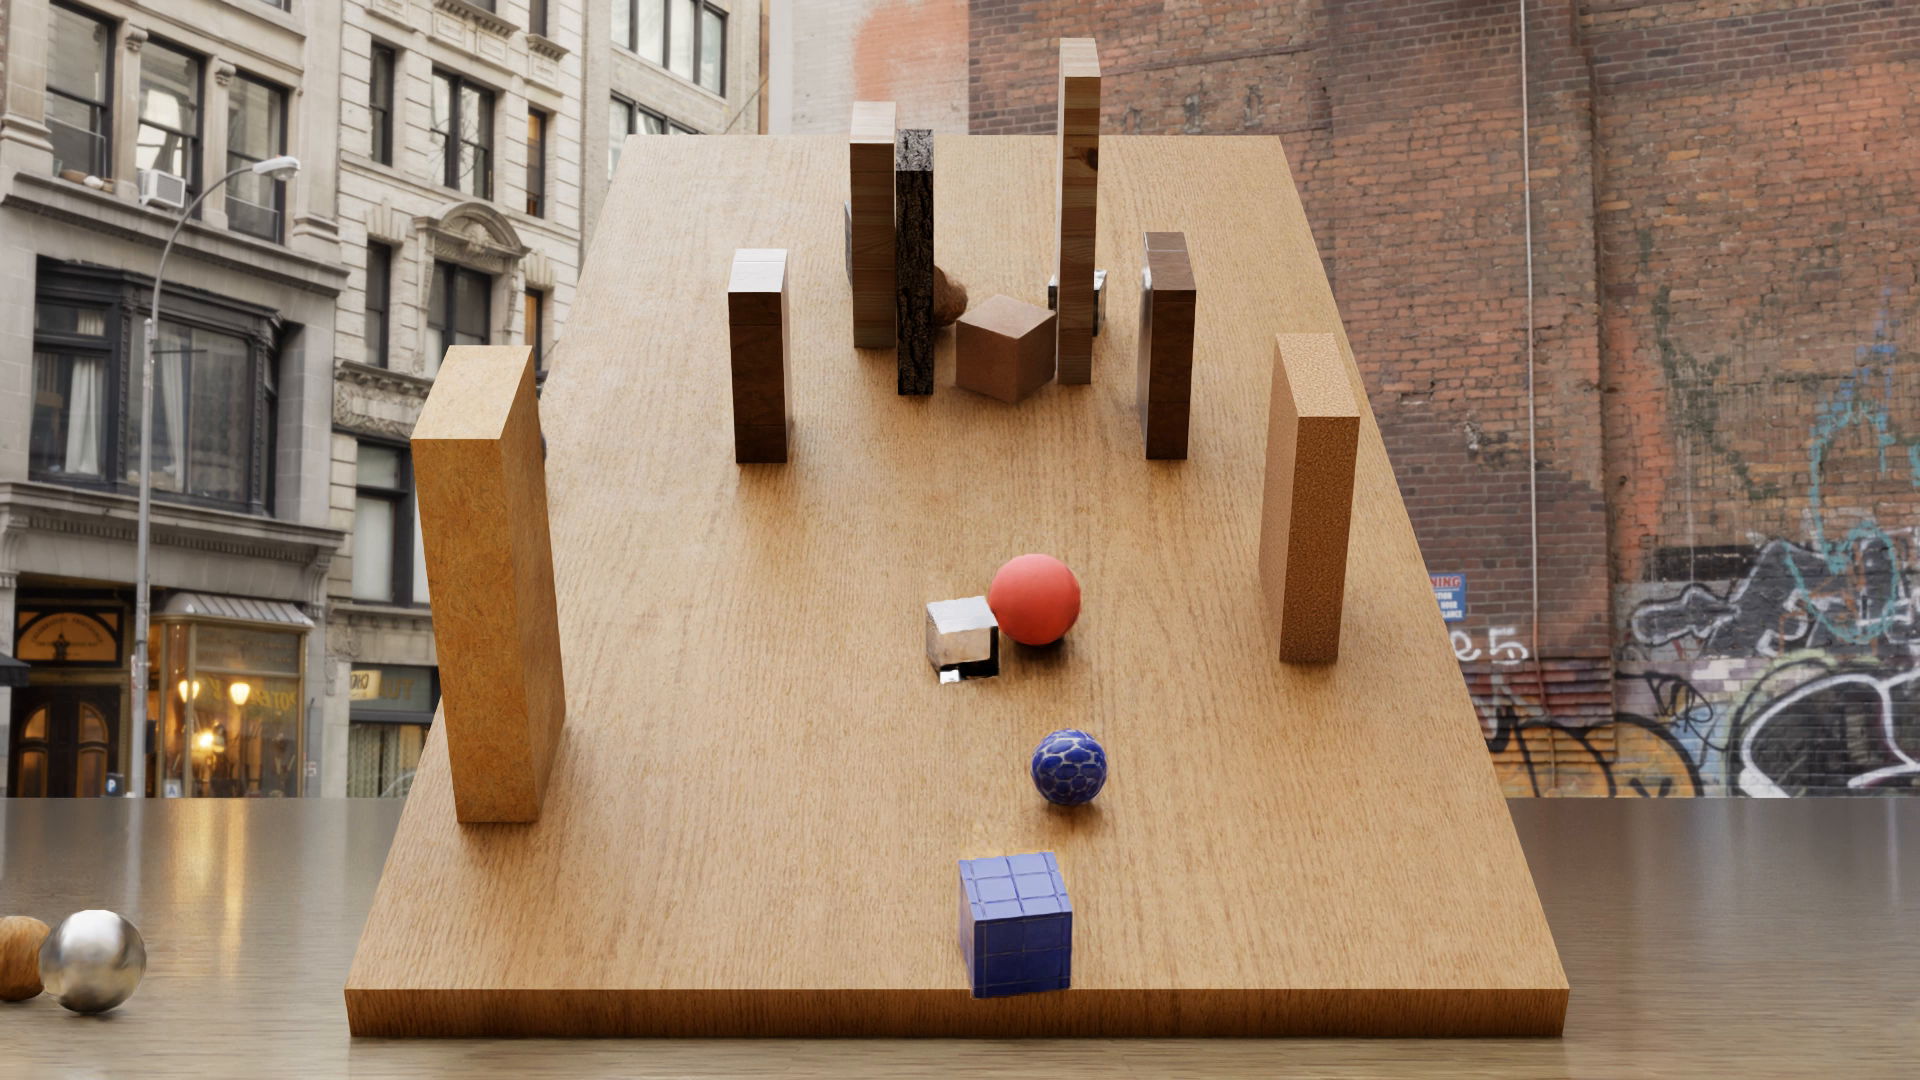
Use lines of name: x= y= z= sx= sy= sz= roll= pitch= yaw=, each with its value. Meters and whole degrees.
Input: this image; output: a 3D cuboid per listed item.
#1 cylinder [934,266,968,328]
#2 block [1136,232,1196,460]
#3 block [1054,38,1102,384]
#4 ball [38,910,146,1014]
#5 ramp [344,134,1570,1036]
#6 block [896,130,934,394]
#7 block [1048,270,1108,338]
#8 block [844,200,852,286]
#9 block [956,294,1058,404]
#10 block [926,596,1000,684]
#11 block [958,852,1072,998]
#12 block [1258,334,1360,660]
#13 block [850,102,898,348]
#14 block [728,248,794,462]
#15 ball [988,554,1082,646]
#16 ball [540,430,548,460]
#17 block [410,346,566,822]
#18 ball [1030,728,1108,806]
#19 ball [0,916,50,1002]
cylinder: x=-0.070 y=-0.621 z=6.115 sx=0.140 sy=0.140 sz=0.140 roll=-2 pitch=-5 yaw=20
block: x=0.475 y=-0.453 z=5.590 sx=0.095 sy=0.424 sz=0.335 roll=0 pitch=30 yaw=0
block: x=0.279 y=-0.789 z=5.820 sx=0.083 sy=0.780 sz=0.282 roll=0 pitch=30 yaw=0
ball: x=-1.582 y=0.769 z=4.395 sx=0.187 sy=0.187 sz=0.187 roll=0 pitch=-6 yaw=0
ramp: x=-0.013 y=-0.213 z=5.694 sx=2.000 sy=0.100 sz=4.000 roll=0 pitch=30 yaw=0
block: x=-0.107 y=-0.670 z=5.815 sx=0.086 sy=0.575 sz=0.277 roll=0 pitch=30 yaw=0
block: x=0.300 y=-0.611 z=6.164 sx=0.130 sy=0.130 sz=0.130 roll=6 pitch=30 yaw=11
block: x=-0.194 y=-0.773 z=6.378 sx=0.198 sy=0.198 sz=0.198 roll=-4 pitch=30 yaw=-8
block: x=0.112 y=-0.465 z=5.850 sx=0.176 sy=0.176 sz=0.176 roll=20 pitch=36 yaw=28
block: x=0.005 y=0.197 z=4.756 sx=0.117 sy=0.117 sz=0.117 roll=-7 pitch=30 yaw=-13
block: x=0.089 y=0.630 z=3.951 sx=0.159 sy=0.159 sz=0.159 roll=-5 pitch=30 yaw=-8
block: x=0.694 y=-0.088 z=4.830 sx=0.116 sy=0.543 sz=0.373 roll=0 pitch=30 yaw=0
block: x=-0.214 y=-0.794 z=6.066 sx=0.106 sy=0.541 sz=0.296 roll=0 pitch=30 yaw=0
block: x=-0.455 y=-0.422 z=5.528 sx=0.118 sy=0.426 sz=0.244 roll=0 pitch=30 yaw=0
ball: x=0.150 y=0.119 z=4.824 sx=0.185 sy=0.185 sz=0.185 roll=0 pitch=-6 yaw=0
ball: x=-1.000 y=-0.206 z=5.435 sx=0.139 sy=0.139 sz=0.139 roll=0 pitch=-6 yaw=0
block: x=-0.828 y=0.081 z=4.290 sx=0.146 sy=0.772 sz=0.360 roll=0 pitch=30 yaw=0
ball: x=0.197 y=0.412 z=4.355 sx=0.140 sy=0.140 sz=0.140 roll=0 pitch=-6 yaw=0
ball: x=-1.818 y=0.805 z=4.639 sx=0.165 sy=0.165 sz=0.165 roll=0 pitch=-6 yaw=0
